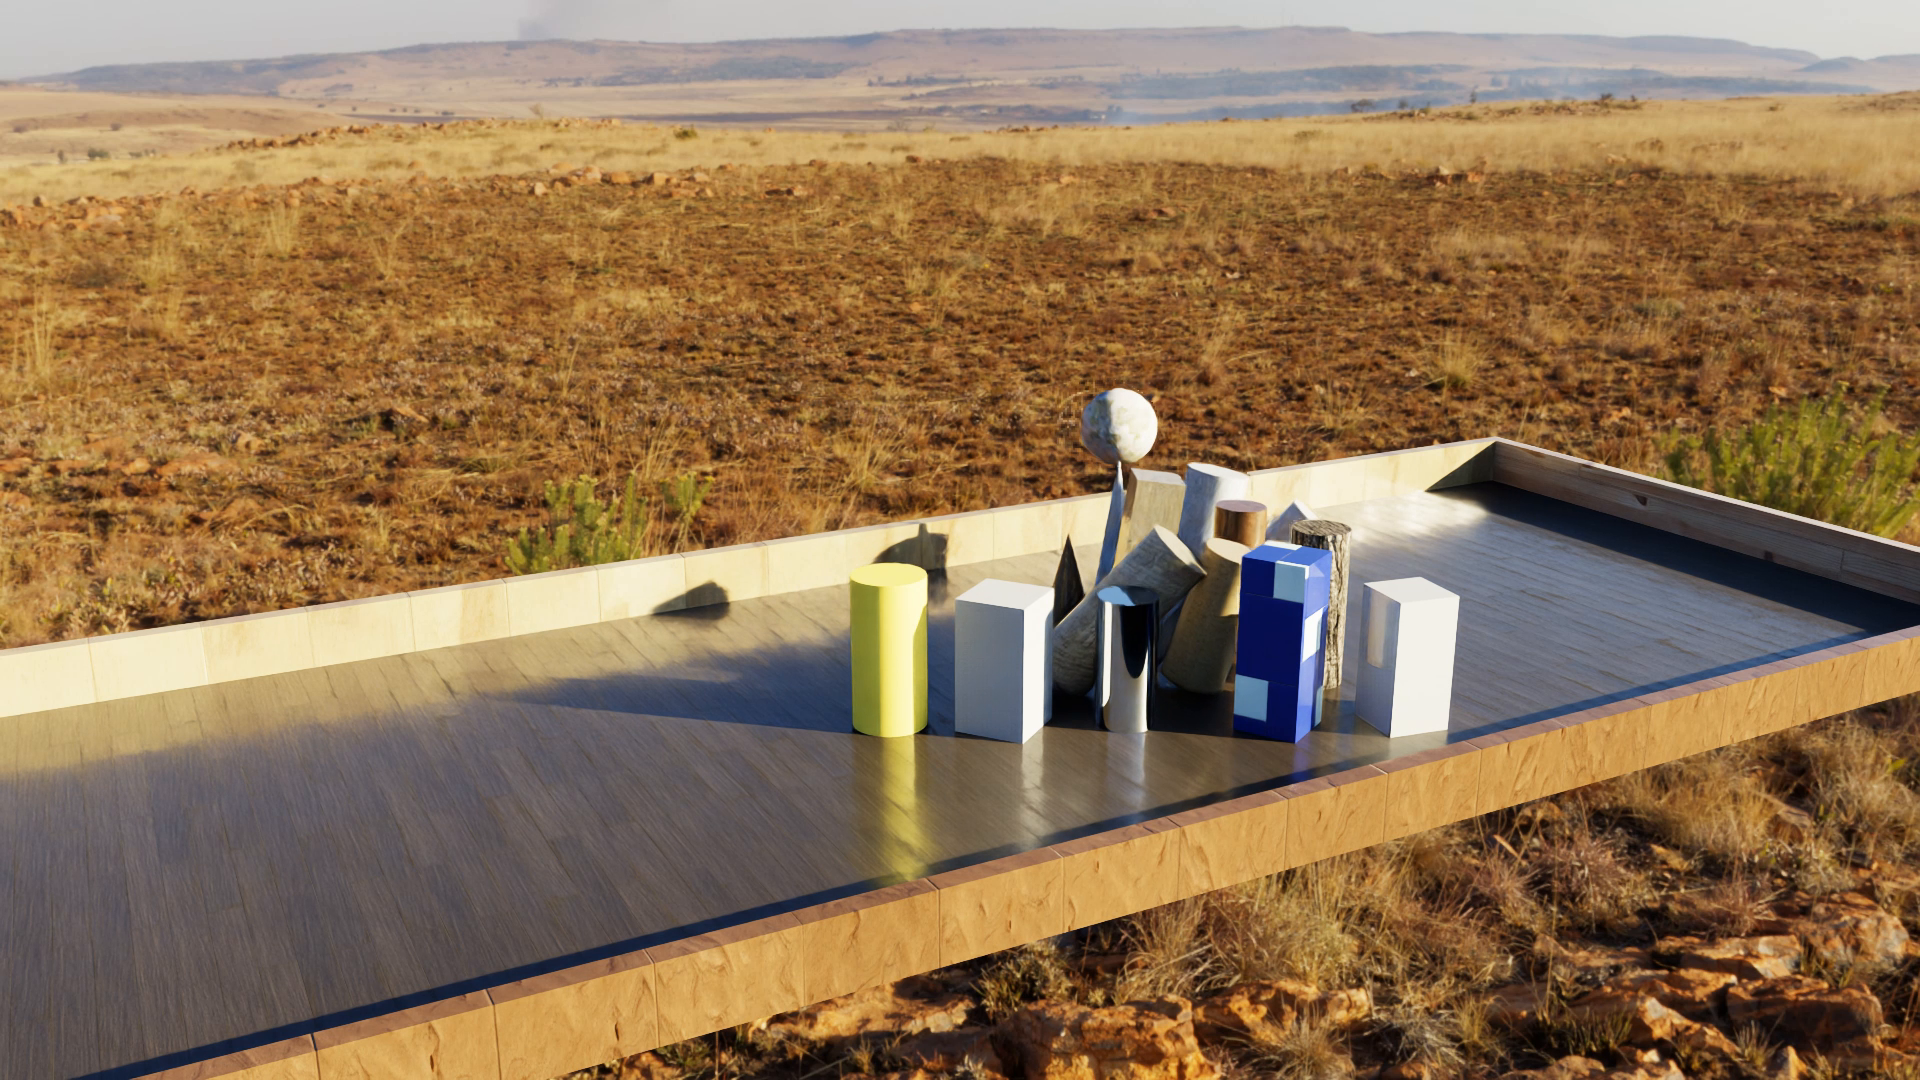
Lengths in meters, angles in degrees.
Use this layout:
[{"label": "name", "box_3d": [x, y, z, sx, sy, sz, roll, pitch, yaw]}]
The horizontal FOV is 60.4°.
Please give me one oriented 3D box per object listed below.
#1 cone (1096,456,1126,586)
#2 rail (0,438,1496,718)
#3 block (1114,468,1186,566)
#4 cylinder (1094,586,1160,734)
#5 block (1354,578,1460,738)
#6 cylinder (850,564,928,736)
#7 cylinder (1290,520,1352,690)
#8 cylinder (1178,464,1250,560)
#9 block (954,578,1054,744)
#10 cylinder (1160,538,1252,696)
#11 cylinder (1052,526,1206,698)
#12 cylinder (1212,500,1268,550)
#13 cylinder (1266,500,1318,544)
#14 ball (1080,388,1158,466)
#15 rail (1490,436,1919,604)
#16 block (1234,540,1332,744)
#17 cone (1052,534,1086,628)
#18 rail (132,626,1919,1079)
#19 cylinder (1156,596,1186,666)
[{"label": "cone", "box_3d": [0.463, -0.058, 4.849, 0.122, 0.396, 0.122, 0, 16, 0]}, {"label": "rail", "box_3d": [-3.305, 0.497, 3.399, 12.000, 0.150, 0.050, -9, 18, -27]}, {"label": "block", "box_3d": [0.483, 0.053, 4.341, 0.126, 0.456, 0.126, 7, 16, -5]}, {"label": "cylinder", "box_3d": [0.389, 0.278, 3.852, 0.143, 0.313, 0.143, 0, 16, 0]}, {"label": "block", "box_3d": [1.040, 0.272, 3.850, 0.154, 0.327, 0.154, -5, 17, -18]}, {"label": "cylinder", "box_3d": [-0.165, 0.254, 3.841, 0.178, 0.366, 0.178, 0, 16, 0]}, {"label": "cylinder", "box_3d": [0.888, 0.161, 4.103, 0.144, 0.398, 0.144, 0, 16, 0]}, {"label": "cylinder", "box_3d": [0.703, -0.025, 4.751, 0.178, 0.359, 0.178, 11, 13, -3]}, {"label": "block", "box_3d": [0.103, 0.278, 3.833, 0.172, 0.324, 0.172, 8, 18, 25]}, {"label": "cylinder", "box_3d": [0.622, 0.188, 4.041, 0.159, 0.349, 0.159, 15, 19, -6]}, {"label": "cylinder", "box_3d": [0.384, 0.175, 3.986, 0.167, 0.434, 0.167, 39, 17, -14]}, {"label": "cylinder", "box_3d": [0.728, 0.094, 4.350, 0.137, 0.380, 0.137, 2, 15, 0]}, {"label": "cylinder", "box_3d": [0.831, 0.052, 4.567, 0.111, 0.368, 0.111, 39, 21, -18]}, {"label": "ball", "box_3d": [0.555, -0.394, 5.764, 0.269, 0.269, 0.269, 0, 16, 0]}, {"label": "rail", "box_3d": [2.466, -0.048, 5.253, 0.050, 0.150, 2.100, -9, 18, -27]}, {"label": "block", "box_3d": [0.745, 0.233, 3.815, 0.155, 0.421, 0.155, 11, 19, 32]}, {"label": "cone", "box_3d": [0.286, 0.125, 4.391, 0.164, 0.304, 0.164, 0, 16, 0]}, {"label": "rail", "box_3d": [-2.336, 1.006, 1.665, 12.000, 0.150, 0.050, -9, 18, -27]}, {"label": "cylinder", "box_3d": [0.544, 0.198, 4.196, 0.354, 0.128, 0.128, -38, 32, -21]}]
